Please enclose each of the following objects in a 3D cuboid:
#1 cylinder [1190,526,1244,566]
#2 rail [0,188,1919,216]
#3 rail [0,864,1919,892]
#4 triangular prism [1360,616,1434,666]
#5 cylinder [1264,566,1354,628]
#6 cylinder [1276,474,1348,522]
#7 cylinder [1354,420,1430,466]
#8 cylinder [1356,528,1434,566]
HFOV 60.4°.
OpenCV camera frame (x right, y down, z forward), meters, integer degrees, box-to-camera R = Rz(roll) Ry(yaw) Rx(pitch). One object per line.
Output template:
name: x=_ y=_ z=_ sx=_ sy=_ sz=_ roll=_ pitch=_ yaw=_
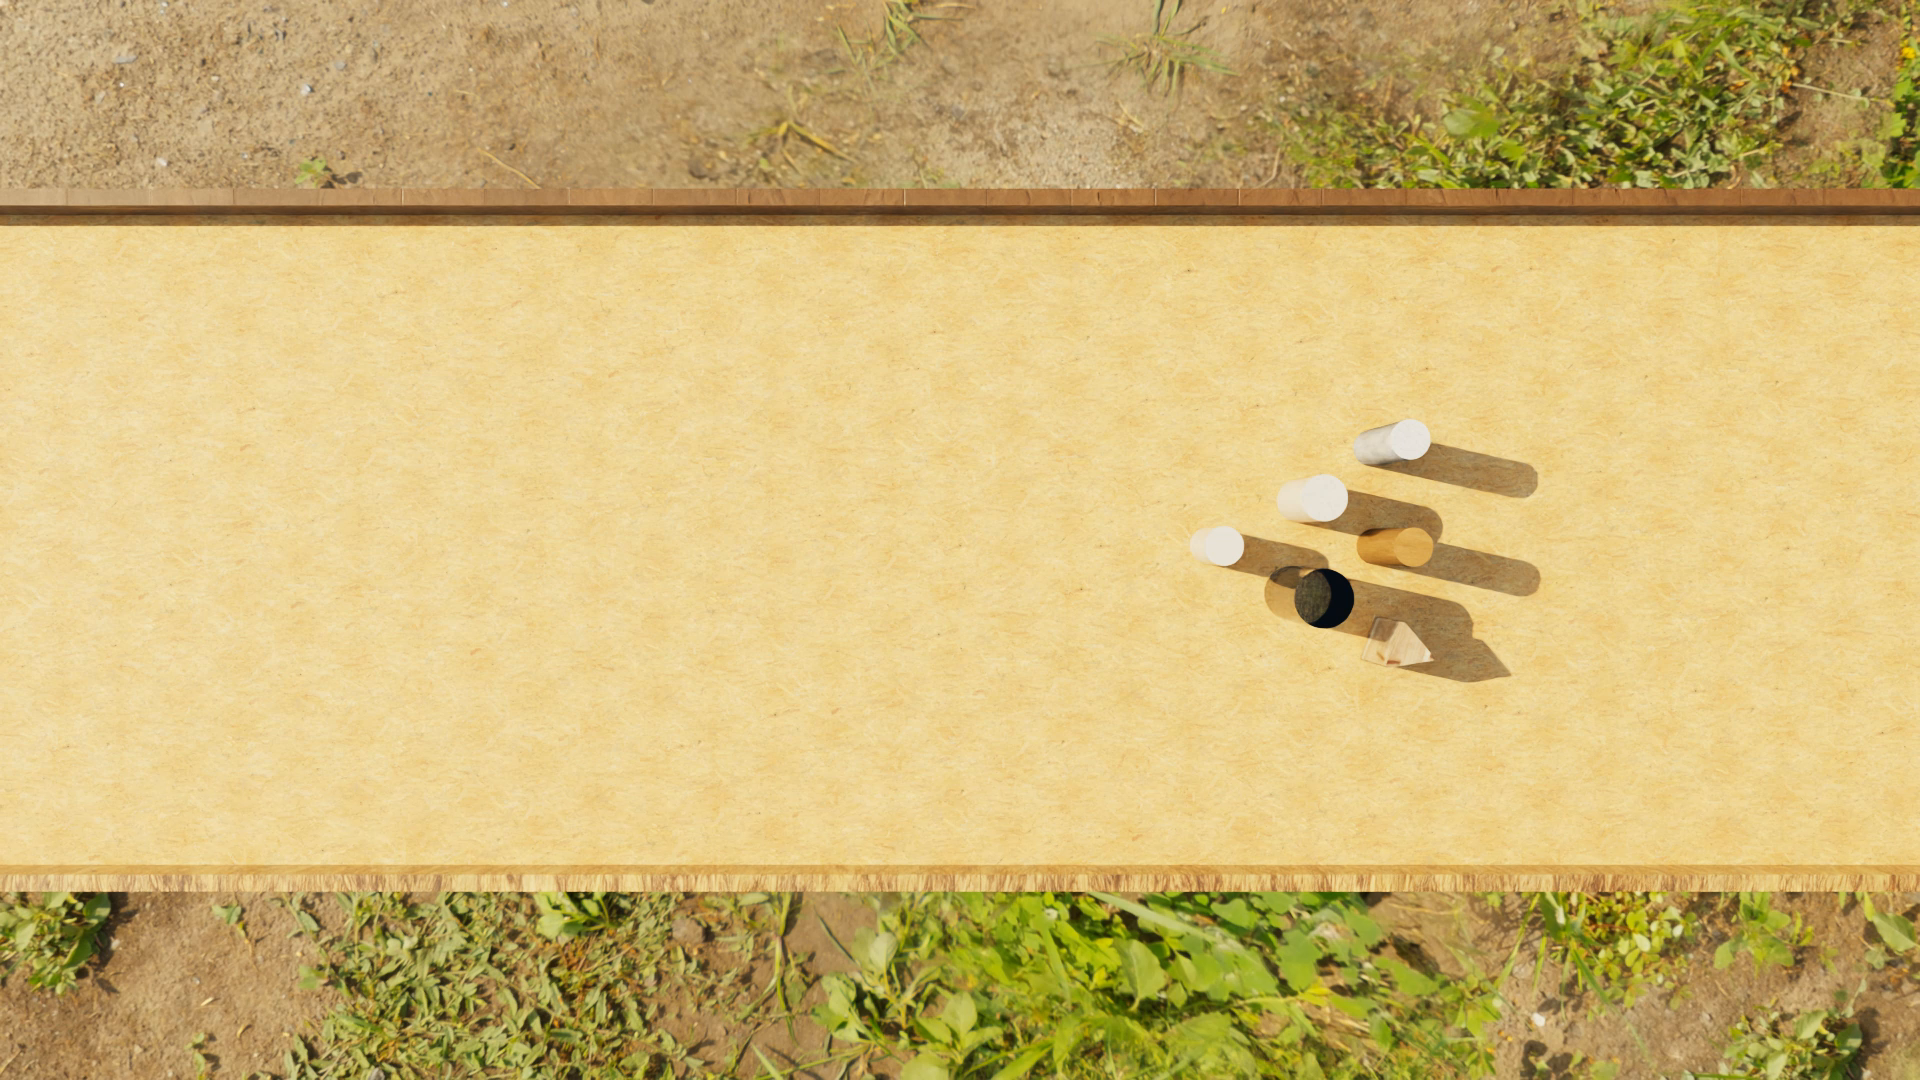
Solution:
cylinder: x=0.764 y=0.017 z=4.925 sx=0.115 sy=0.303 sz=0.115 roll=0 pitch=90 yaw=0
rail: x=-2.247 y=-1.025 z=5.002 sx=12.000 sy=0.150 sz=0.050 roll=0 pitch=90 yaw=0
rail: x=-2.247 y=1.025 z=5.001 sx=12.000 sy=0.150 sz=0.050 roll=0 pitch=90 yaw=0
triangular prism: x=1.290 y=0.296 z=4.920 sx=0.140 sy=0.314 sz=0.121 roll=-10 pitch=90 yaw=0
cylinder: x=1.021 y=0.164 z=4.849 sx=0.169 sy=0.455 sz=0.169 roll=0 pitch=90 yaw=0
cylinder: x=1.042 y=-0.121 z=4.896 sx=0.135 sy=0.362 sz=0.135 roll=0 pitch=90 yaw=0
cylinder: x=1.267 y=-0.283 z=4.858 sx=0.114 sy=0.438 sz=0.114 roll=0 pitch=90 yaw=0
cylinder: x=1.276 y=0.020 z=4.857 sx=0.111 sy=0.438 sz=0.111 roll=0 pitch=90 yaw=0
